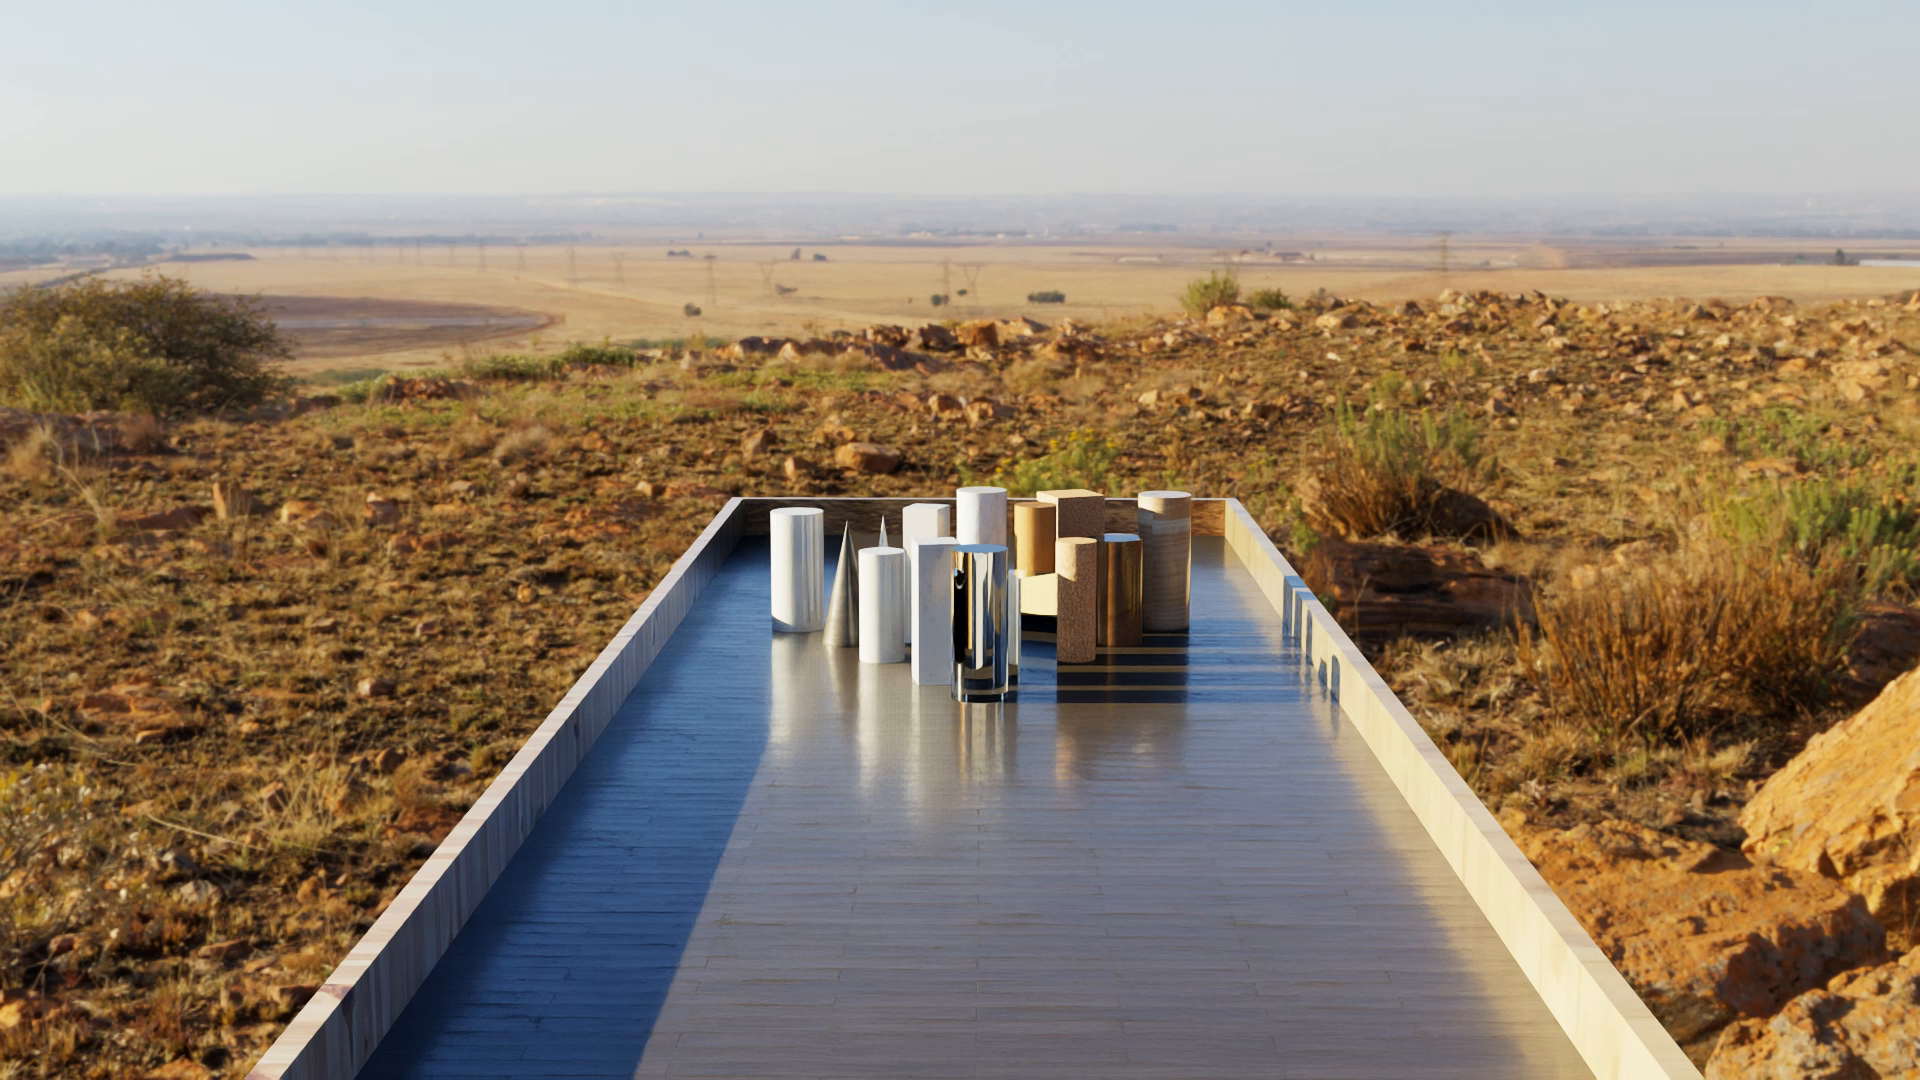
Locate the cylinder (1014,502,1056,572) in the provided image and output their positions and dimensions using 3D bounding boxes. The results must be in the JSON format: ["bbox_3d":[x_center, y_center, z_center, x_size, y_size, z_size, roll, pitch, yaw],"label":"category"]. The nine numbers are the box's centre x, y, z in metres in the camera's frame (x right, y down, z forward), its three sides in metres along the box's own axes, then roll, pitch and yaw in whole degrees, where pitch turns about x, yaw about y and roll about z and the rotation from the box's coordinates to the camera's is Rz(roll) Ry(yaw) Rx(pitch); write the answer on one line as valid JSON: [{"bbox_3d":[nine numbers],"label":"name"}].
[{"bbox_3d":[0.237,0.108,6.918,0.132,0.442,0.132,0,9,0],"label":"cylinder"}]

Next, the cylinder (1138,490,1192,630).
[{"bbox_3d":[0.668,0.065,7.210,0.173,0.434,0.173,0,9,0],"label":"cylinder"}]

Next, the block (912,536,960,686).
[{"bbox_3d":[-0.070,0.206,6.392,0.124,0.412,0.124,-2,9,-10],"label":"block"}]

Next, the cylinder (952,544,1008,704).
[{"bbox_3d":[0.055,0.233,6.182,0.159,0.425,0.159,0,9,0],"label":"cylinder"}]

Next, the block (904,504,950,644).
[{"bbox_3d":[-0.106,0.107,6.958,0.114,0.431,0.114,3,10,19],"label":"block"}]

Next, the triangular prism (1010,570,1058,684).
[{"bbox_3d":[0.188,0.248,6.455,0.148,0.310,0.128,-7,12,-39],"label":"triangular prism"}]

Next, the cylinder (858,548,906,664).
[{"bbox_3d":[-0.237,0.198,6.695,0.139,0.334,0.139,0,9,0],"label":"cylinder"}]

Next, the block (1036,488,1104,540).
[{"bbox_3d":[0.359,0.068,7.168,0.166,0.443,0.166,-4,10,-22],"label":"block"}]

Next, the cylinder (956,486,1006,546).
[{"bbox_3d":[0.072,0.058,7.213,0.163,0.449,0.163,0,9,0],"label":"cylinder"}]

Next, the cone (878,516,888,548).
[{"bbox_3d":[-0.250,0.100,7.192,0.114,0.372,0.114,0,9,0],"label":"cone"}]

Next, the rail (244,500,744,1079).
[{"bbox_3d":[-1.004,0.839,3.234,0.050,0.150,12.000,0,9,1],"label":"rail"}]

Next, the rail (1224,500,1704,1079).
[{"bbox_3d":[1.046,0.843,3.208,0.050,0.150,12.000,0,9,1],"label":"rail"}]

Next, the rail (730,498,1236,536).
[{"bbox_3d":[0.099,-0.098,9.147,2.100,0.150,0.050,0,9,1],"label":"rail"}]

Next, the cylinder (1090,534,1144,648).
[{"bbox_3d":[0.492,0.158,6.943,0.170,0.335,0.170,0,9,0],"label":"cylinder"}]

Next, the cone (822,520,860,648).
[{"bbox_3d":[-0.354,0.130,6.930,0.170,0.393,0.170,0,9,0],"label":"cone"}]

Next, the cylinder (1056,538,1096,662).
[{"bbox_3d":[0.352,0.182,6.698,0.124,0.365,0.124,0,9,0],"label":"cylinder"}]

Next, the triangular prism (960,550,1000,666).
[{"bbox_3d":[0.080,0.200,6.687,0.122,0.331,0.140,-9,13,-44],"label":"triangular prism"}]

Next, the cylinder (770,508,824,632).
[{"bbox_3d":[-0.530,0.096,7.180,0.172,0.383,0.172,0,9,0],"label":"cylinder"}]
